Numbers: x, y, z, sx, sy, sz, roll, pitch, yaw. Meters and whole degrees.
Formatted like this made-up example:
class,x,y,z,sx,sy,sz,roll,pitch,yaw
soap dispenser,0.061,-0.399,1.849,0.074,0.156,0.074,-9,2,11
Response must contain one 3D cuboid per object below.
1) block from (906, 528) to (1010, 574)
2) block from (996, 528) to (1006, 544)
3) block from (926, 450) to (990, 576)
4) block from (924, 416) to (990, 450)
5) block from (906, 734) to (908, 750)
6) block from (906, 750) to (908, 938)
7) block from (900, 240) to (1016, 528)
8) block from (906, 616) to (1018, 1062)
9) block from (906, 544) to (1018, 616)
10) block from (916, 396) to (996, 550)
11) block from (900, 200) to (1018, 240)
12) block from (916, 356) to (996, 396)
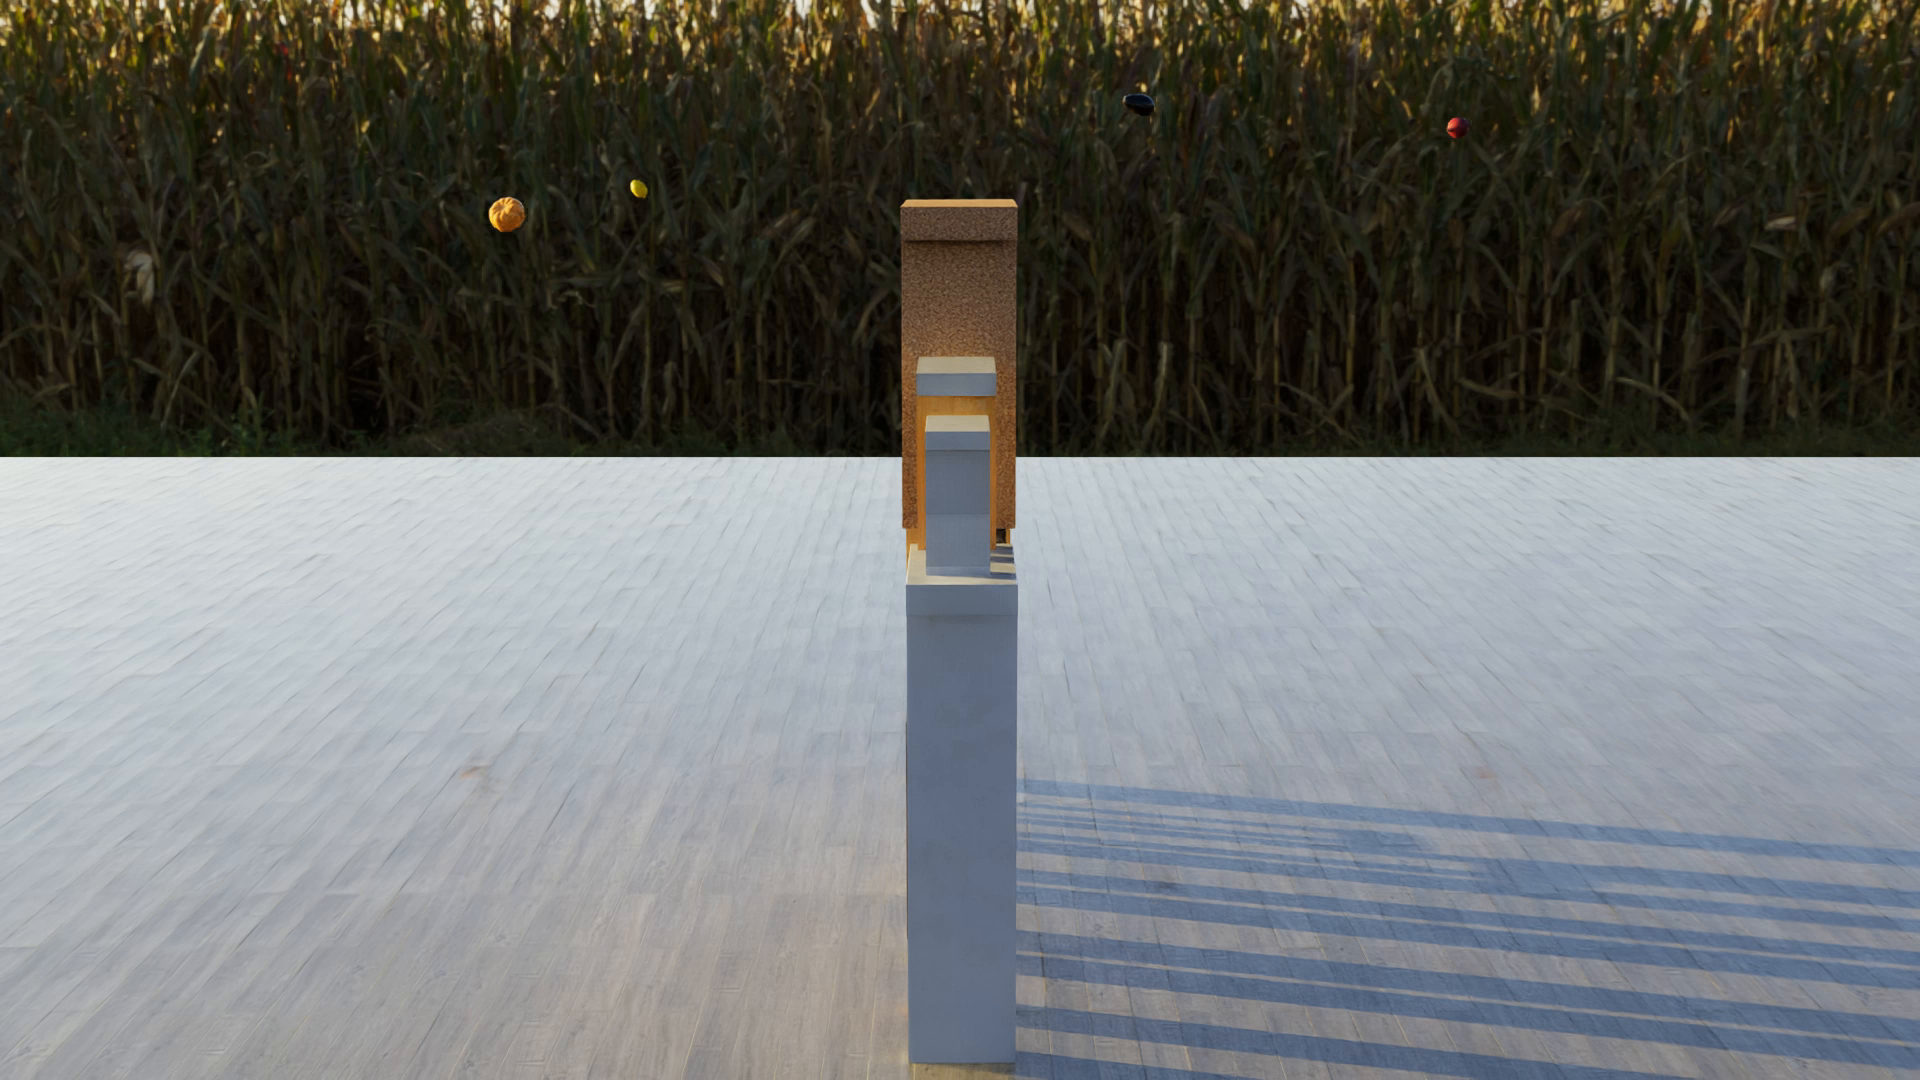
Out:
class,x,y,z,sx,sy,sz,roll,pitch,yaw
block,-0.003,0.053,3.641,0.171,0.342,0.048,0,10,0
block,0.005,-0.018,3.432,0.130,0.037,0.261,0,11,0
block,-0.003,-0.039,2.909,0.085,0.170,0.024,0,10,0
block,-0.003,-0.145,2.947,0.085,0.024,0.170,0,10,0
block,-0.004,0.271,3.528,0.158,0.045,0.317,0,11,0
block,-0.004,0.468,3.457,0.158,0.317,0.045,0,11,0
block,-0.001,-0.235,3.310,0.171,0.434,0.048,0,11,0
block,0.003,0.400,2.965,0.146,0.631,0.041,0,11,0
block,0.002,0.052,2.999,0.146,0.041,0.292,0,10,0
block,-0.005,-0.097,3.085,0.110,0.220,0.031,0,10,0
block,0.000,-0.493,3.378,0.171,0.048,0.342,0,11,0
block,-0.005,-0.234,3.134,0.110,0.031,0.221,0,11,0
